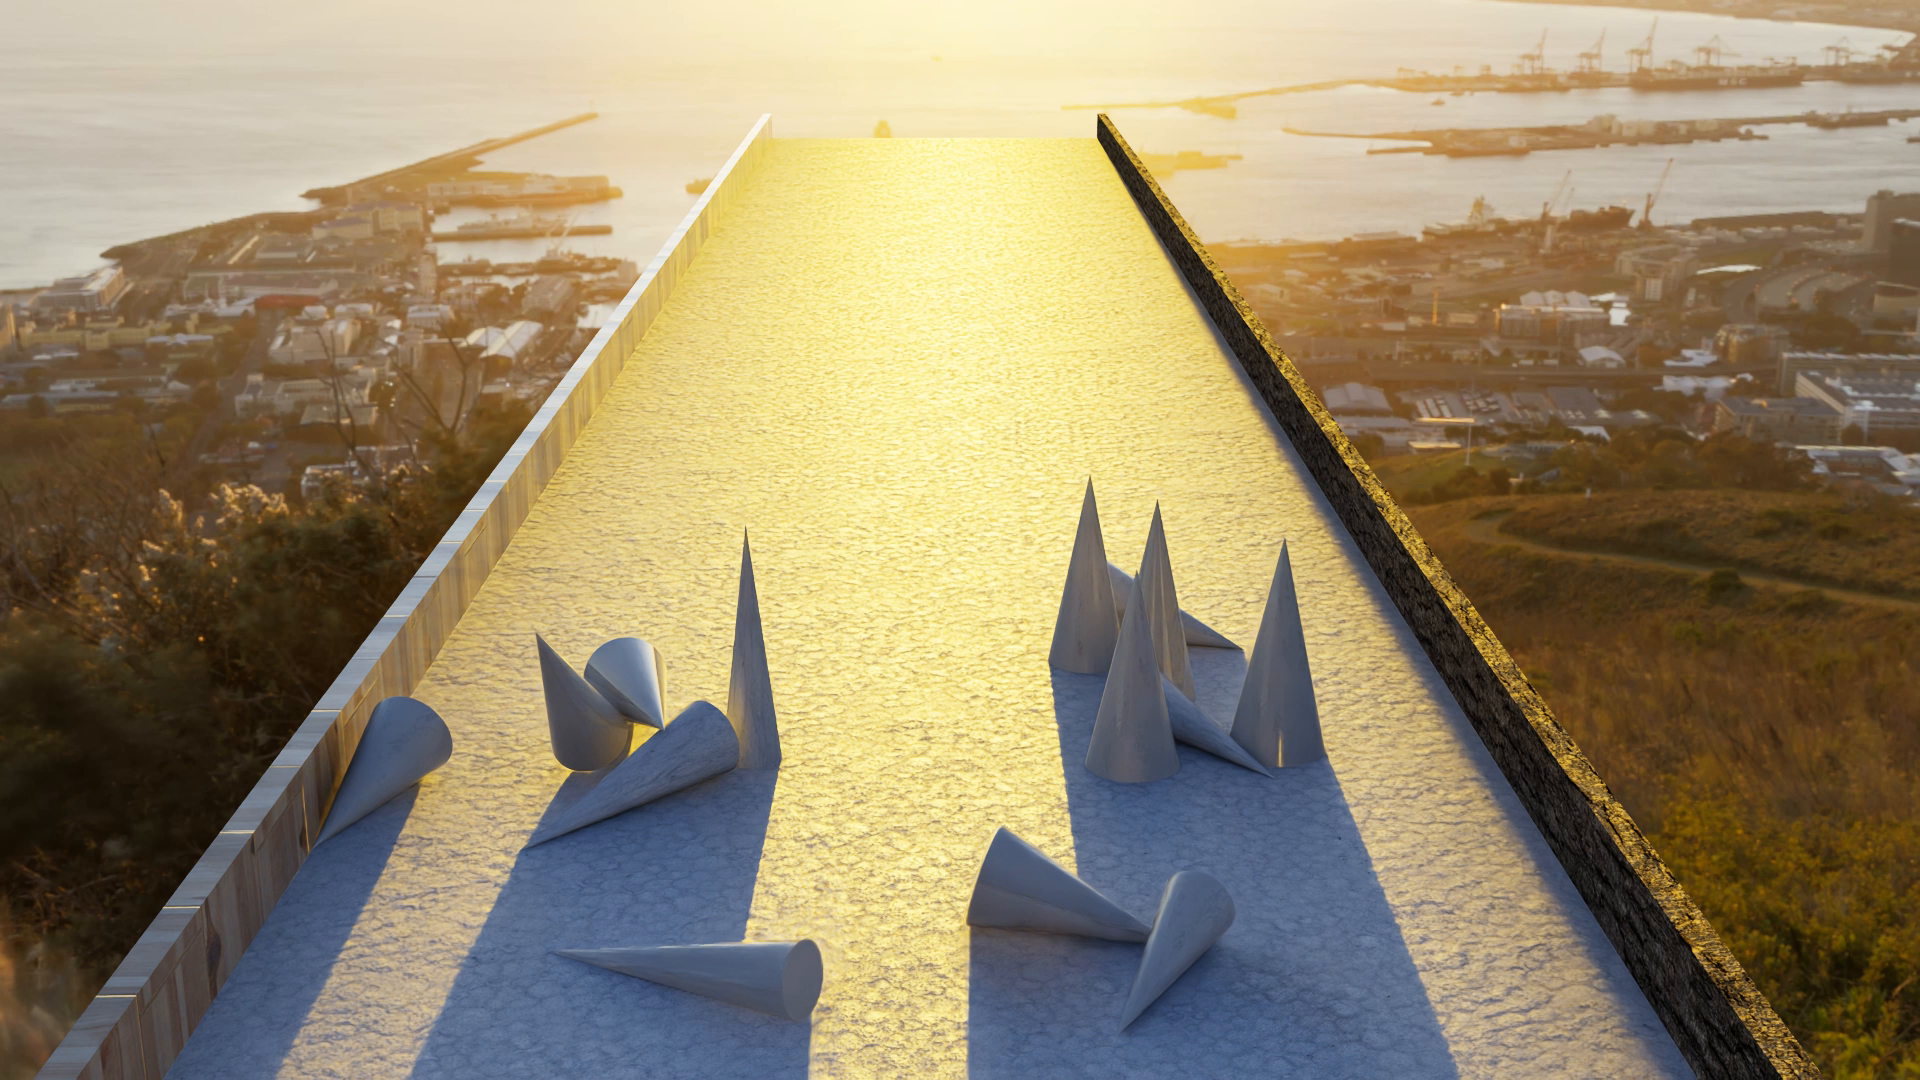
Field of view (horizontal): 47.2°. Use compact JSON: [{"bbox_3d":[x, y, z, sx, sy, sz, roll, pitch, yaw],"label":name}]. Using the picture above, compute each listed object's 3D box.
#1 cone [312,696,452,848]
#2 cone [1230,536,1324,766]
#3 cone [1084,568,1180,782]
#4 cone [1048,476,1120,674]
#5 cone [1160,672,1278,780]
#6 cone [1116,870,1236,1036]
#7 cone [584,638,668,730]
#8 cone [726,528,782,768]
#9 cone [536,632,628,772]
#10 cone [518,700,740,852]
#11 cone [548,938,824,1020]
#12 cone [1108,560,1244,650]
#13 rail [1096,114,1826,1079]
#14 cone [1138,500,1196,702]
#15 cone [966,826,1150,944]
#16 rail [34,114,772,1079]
[{"bbox_3d":[-1.000,0.418,3.687,0.156,0.156,0.333,5,30,16],"label":"cone"},{"bbox_3d":[0.569,0.183,3.908,0.176,0.400,0.176,0,17,0],"label":"cone"},{"bbox_3d":[0.305,0.222,3.840,0.168,0.364,0.168,0,17,0],"label":"cone"},{"bbox_3d":[0.255,0.054,4.360,0.157,0.391,0.157,0,17,0],"label":"cone"},{"bbox_3d":[0.437,0.347,3.959,0.118,0.118,0.388,-12,29,-36],"label":"cone"},{"bbox_3d":[0.280,0.604,3.100,0.112,0.112,0.335,8,28,24],"label":"cone"},{"bbox_3d":[-0.561,0.290,3.904,0.157,0.157,0.395,-5,11,-17],"label":"cone"},{"bbox_3d":[-0.371,0.179,3.862,0.106,0.435,0.106,0,17,0],"label":"cone"},{"bbox_3d":[-0.677,0.250,3.756,0.138,0.350,0.138,-4,55,6],"label":"cone"},{"bbox_3d":[-0.572,0.422,3.686,0.139,0.139,0.437,14,30,38],"label":"cone"},{"bbox_3d":[-0.410,0.601,3.111,0.438,0.110,0.110,0,15,27],"label":"cone"},{"bbox_3d":[0.424,0.171,4.506,0.333,0.173,0.173,19,20,11],"label":"cone"},{"bbox_3d":[0.932,-0.844,7.801,0.050,0.150,12.000,0,17,-1],"label":"rail"},{"bbox_3d":[0.369,0.110,4.165,0.169,0.395,0.169,0,17,0],"label":"cone"},{"bbox_3d":[0.178,0.548,3.250,0.303,0.156,0.156,19,20,10],"label":"cone"},{"bbox_3d":[-1.118,-0.838,7.780,0.050,0.150,12.000,0,17,-1],"label":"rail"}]
